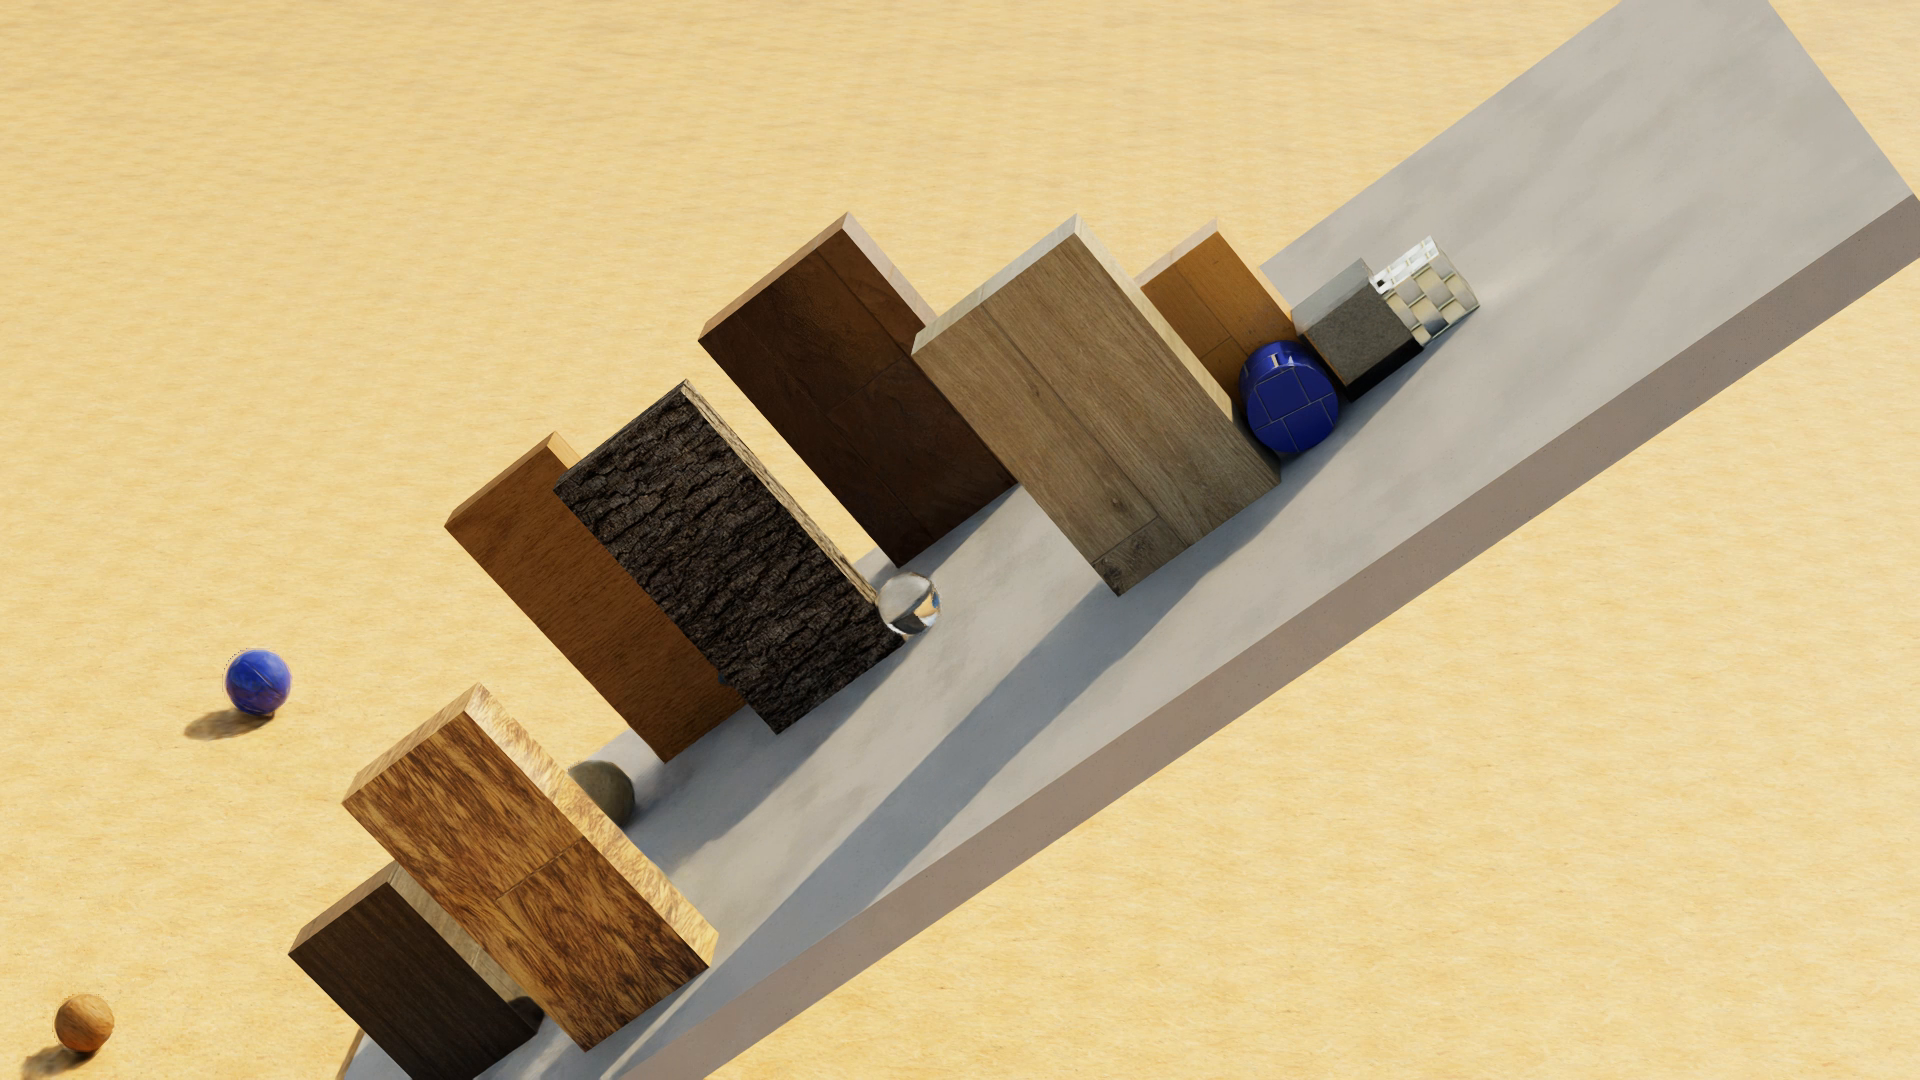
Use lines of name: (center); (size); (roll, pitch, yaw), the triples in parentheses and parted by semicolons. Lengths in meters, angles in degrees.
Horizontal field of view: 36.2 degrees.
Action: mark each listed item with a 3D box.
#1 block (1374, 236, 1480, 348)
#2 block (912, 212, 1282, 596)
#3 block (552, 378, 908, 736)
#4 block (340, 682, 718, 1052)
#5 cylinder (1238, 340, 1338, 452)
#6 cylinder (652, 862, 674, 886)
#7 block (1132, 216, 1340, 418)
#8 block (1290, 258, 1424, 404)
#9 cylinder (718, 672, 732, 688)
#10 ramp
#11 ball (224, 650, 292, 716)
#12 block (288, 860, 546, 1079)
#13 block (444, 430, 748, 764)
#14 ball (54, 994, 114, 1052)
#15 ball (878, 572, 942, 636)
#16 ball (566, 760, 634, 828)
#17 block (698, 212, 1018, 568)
block: (0.926, -0.493, 5.832); (0.138, 0.138, 0.138); (-37, 16, 14)
block: (0.272, -0.260, 5.792); (0.406, 0.650, 0.126); (-36, 16, 18)
block: (-0.510, 0.045, 6.594); (0.384, 0.766, 0.080); (-36, 16, 18)
block: (-0.848, 0.655, 5.838); (0.337, 0.715, 0.126); (-36, 16, 18)
cylinder: (0.651, -0.287, 5.846); (0.179, 0.179, 0.179); (0, 20, 0)
cylinder: (-0.716, 0.769, 6.254); (0.159, 0.159, 0.159); (17, 53, 33)
block: (0.533, -0.399, 5.978); (0.295, 0.419, 0.097); (-36, 16, 18)
block: (0.791, -0.419, 5.876); (0.178, 0.178, 0.178); (-37, 16, 14)
cylinder: (-0.482, 0.223, 6.950); (0.200, 0.200, 0.200); (-5, 66, -10)
ramp: (0.120, 0.185, 6.341); (4.000, 0.100, 2.000); (-36, 16, 18)
ball: (-2.098, 0.426, 8.799); (0.198, 0.198, 0.198); (0, 24, 0)
block: (-1.151, 0.938, 6.254); (0.295, 0.465, 0.106); (-36, 16, 18)
block: (-0.836, 0.142, 7.048); (0.337, 0.793, 0.099); (-36, 16, 18)
ball: (-2.132, 1.177, 7.163); (0.139, 0.139, 0.139); (0, 24, 0)
ball: (-0.113, 0.141, 6.560); (0.142, 0.142, 0.142); (0, 24, 0)
ball: (-0.865, 0.613, 6.977); (0.185, 0.185, 0.185); (0, 24, 0)
block: (-0.205, -0.350, 6.991); (0.449, 0.740, 0.132); (-36, 16, 18)
